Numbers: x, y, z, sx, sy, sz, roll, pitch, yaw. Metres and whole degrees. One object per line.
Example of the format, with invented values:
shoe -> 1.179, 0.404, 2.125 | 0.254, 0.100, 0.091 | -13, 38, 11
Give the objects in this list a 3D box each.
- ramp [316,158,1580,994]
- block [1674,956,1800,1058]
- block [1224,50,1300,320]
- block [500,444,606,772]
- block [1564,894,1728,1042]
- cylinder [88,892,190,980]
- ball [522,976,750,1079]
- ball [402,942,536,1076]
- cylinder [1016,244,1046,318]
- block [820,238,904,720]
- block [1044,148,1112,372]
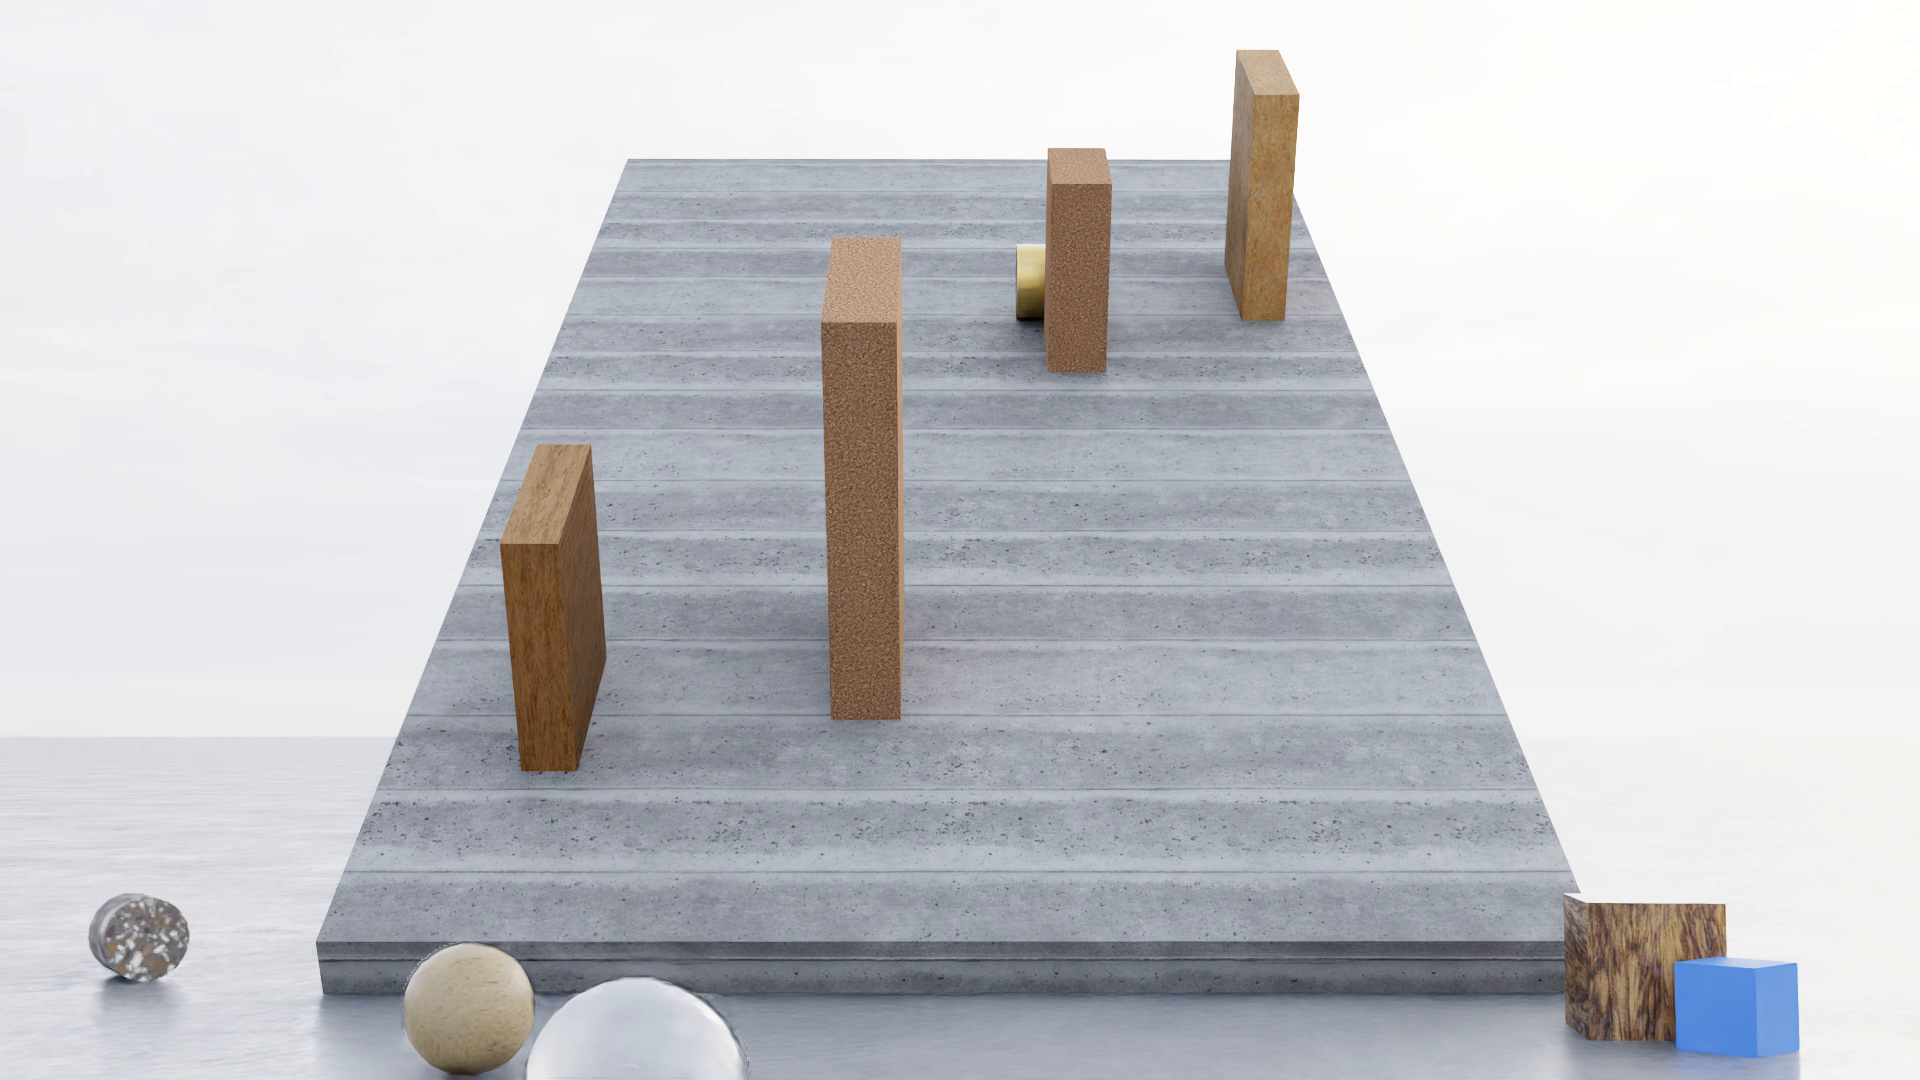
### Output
ramp -> -0.010, -0.227, 5.491 | 2.000, 0.100, 4.000 | 0, 27, 0
block -> 1.009, 0.605, 3.071 | 0.112, 0.112, 0.112 | 4, -6, -44
block -> 0.775, -0.919, 6.105 | 0.111, 0.590, 0.422 | 0, 27, 0
block -> -0.716, 0.115, 4.199 | 0.097, 0.443, 0.400 | 0, 27, 0
block -> 0.939, 0.584, 3.250 | 0.182, 0.182, 0.182 | 0, -5, 5
cylinder -> -1.382, 0.666, 3.979 | 0.137, 0.137, 0.137 | 3, -5, -30
ball -> -0.281, 0.480, 2.057 | 0.198, 0.198, 0.198 | 0, -5, 0
ball -> -0.591, 0.565, 2.850 | 0.157, 0.157, 0.157 | 0, -5, 0
cylinder -> 0.238, -0.659, 6.030 | 0.189, 0.189, 0.189 | 0, -5, 0
block -> -0.170, -0.113, 4.295 | 0.126, 0.768, 0.423 | 0, 27, 0
block -> 0.284, -0.682, 5.757 | 0.141, 0.476, 0.280 | 0, 27, 0
